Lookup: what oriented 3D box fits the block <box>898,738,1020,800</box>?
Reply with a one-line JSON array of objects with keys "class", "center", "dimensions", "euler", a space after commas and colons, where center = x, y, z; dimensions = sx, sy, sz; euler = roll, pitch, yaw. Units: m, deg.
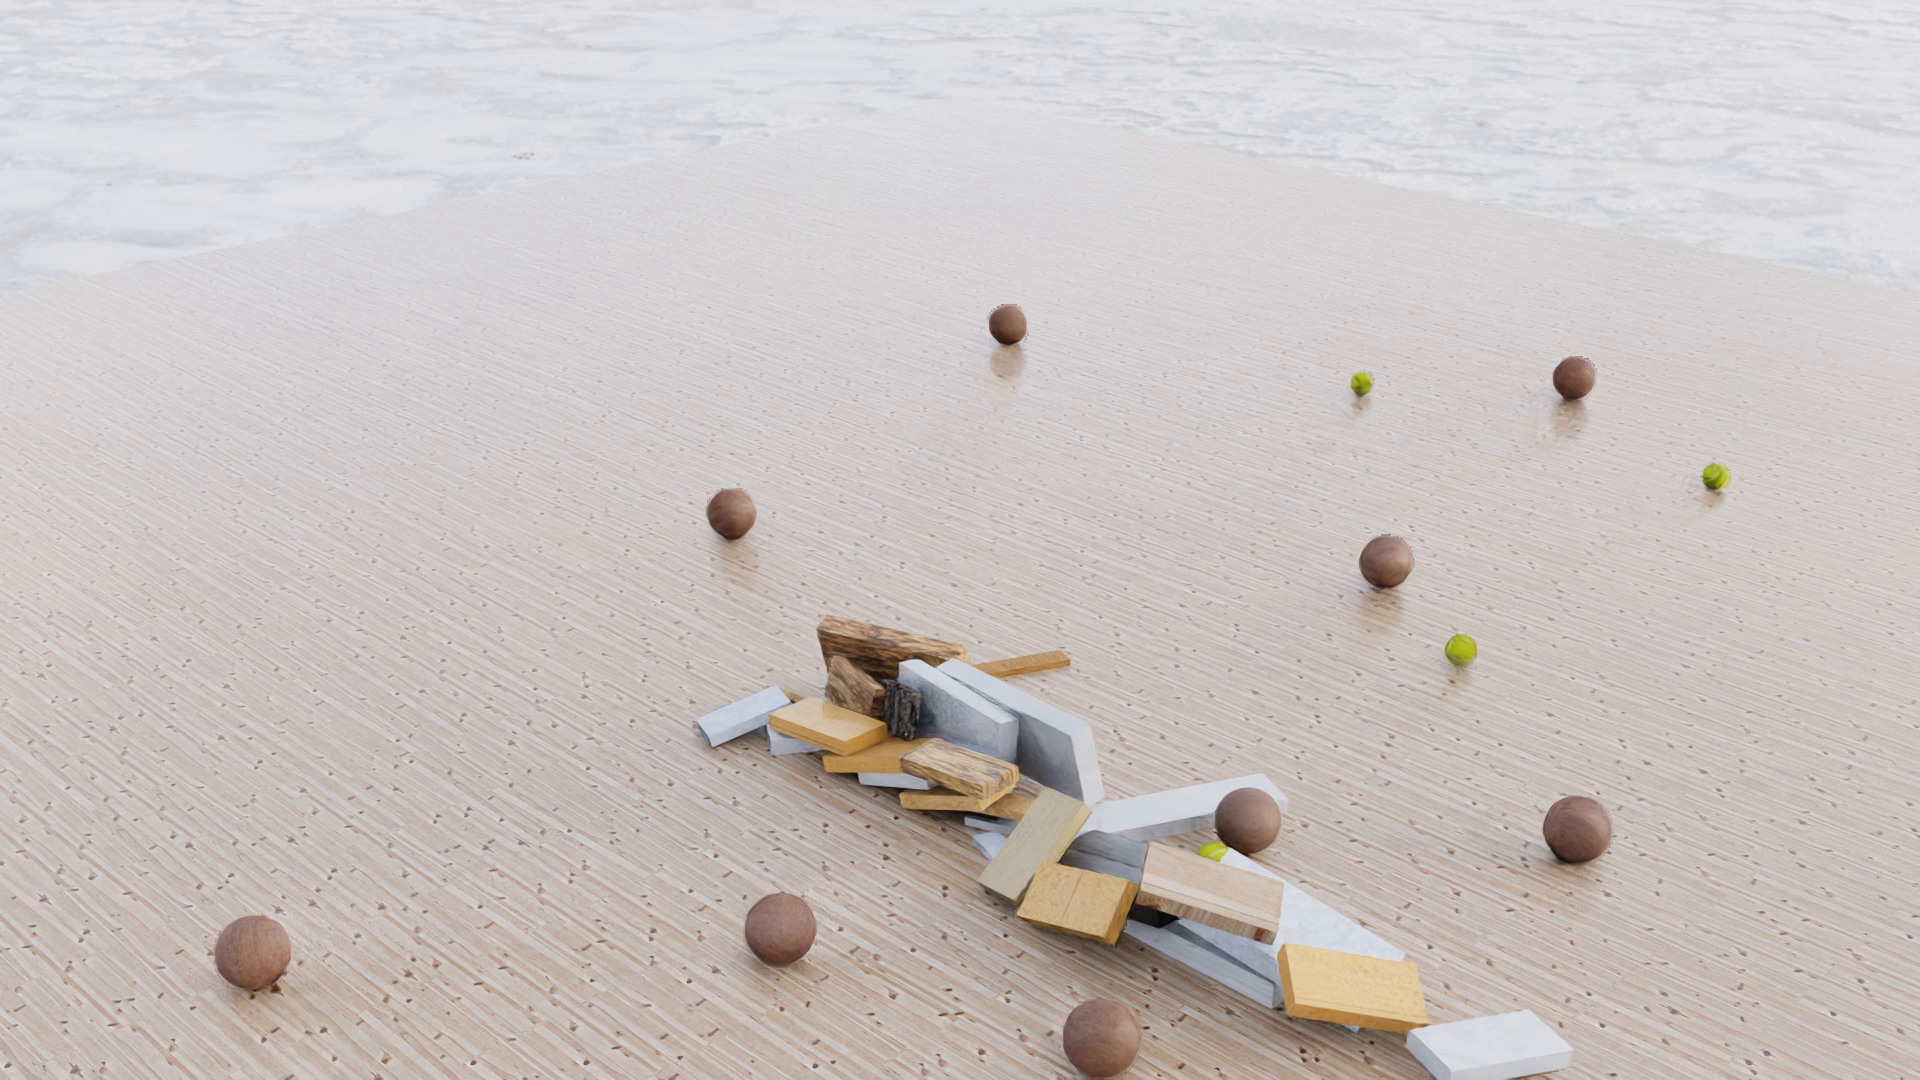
[{"class": "block", "center": [-0.003, 0.455, 4.381], "dimensions": [0.221, 0.031, 0.110], "euler": [15, 26, 39]}]

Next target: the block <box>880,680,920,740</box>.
[{"class": "block", "center": [-0.130, 0.357, 4.646], "dimensions": [0.027, 0.096, 0.193], "euler": [3, 3, -20]}]

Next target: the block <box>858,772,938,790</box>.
[{"class": "block", "center": [-0.098, 0.474, 4.515], "dimensions": [0.110, 0.031, 0.221], "euler": [-20, 11, -40]}]

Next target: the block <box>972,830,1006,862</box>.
[{"class": "block", "center": [0.072, 0.606, 4.314], "dimensions": [0.054, 0.015, 0.107], "euler": [-11, 25, -24]}]

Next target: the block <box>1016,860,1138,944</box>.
[{"class": "block", "center": [0.213, 0.659, 4.008], "dimensions": [0.228, 0.032, 0.114], "euler": [3, 61, 49]}]

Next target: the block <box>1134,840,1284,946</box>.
[{"class": "block", "center": [0.439, 0.618, 3.856], "dimensions": [0.248, 0.035, 0.124], "euler": [17, 38, 2]}]

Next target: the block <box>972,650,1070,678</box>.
[{"class": "block", "center": [0.064, 0.300, 5.033], "dimensions": [0.386, 0.016, 0.055], "euler": [-9, 25, -20]}]

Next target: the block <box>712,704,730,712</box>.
[{"class": "block", "center": [-0.491, 0.383, 4.838], "dimensions": [0.111, 0.016, 0.055], "euler": [2, 23, 5]}]

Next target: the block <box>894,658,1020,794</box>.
[{"class": "block", "center": [-0.011, 0.394, 4.603], "dimensions": [0.050, 0.175, 0.350], "euler": [-11, 25, -36]}]

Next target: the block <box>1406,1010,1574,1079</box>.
[{"class": "block", "center": [0.885, 0.850, 3.677], "dimensions": [0.248, 0.035, 0.124], "euler": [-3, 22, -24]}]

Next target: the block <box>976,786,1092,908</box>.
[{"class": "block", "center": [0.142, 0.581, 4.167], "dimensions": [0.114, 0.032, 0.228], "euler": [18, 65, 50]}]

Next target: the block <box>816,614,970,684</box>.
[{"class": "block", "center": [-0.140, 0.278, 4.872], "dimensions": [0.350, 0.175, 0.050], "euler": [11, 45, 25]}]

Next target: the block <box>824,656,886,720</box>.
[{"class": "block", "center": [-0.229, 0.331, 4.765], "dimensions": [0.027, 0.096, 0.193], "euler": [4, 17, -34]}]

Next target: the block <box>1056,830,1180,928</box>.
[{"class": "block", "center": [0.309, 0.629, 4.104], "dimensions": [0.179, 0.051, 0.358], "euler": [-19, 17, -35]}]

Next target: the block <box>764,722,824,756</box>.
[{"class": "block", "center": [-0.296, 0.410, 4.751], "dimensions": [0.241, 0.034, 0.121], "euler": [-5, 23, -11]}]

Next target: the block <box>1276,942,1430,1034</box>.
[{"class": "block", "center": [0.668, 0.765, 3.745], "dimensions": [0.248, 0.035, 0.124], "euler": [12, 42, -14]}]

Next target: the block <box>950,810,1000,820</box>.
[{"class": "block", "center": [0.036, 0.533, 4.433], "dimensions": [0.126, 0.018, 0.063], "euler": [7, 24, 31]}]

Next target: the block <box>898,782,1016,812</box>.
[{"class": "block", "center": [-0.006, 0.505, 4.429], "dimensions": [0.220, 0.031, 0.110], "euler": [-5, 18, 44]}]

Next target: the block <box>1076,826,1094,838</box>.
[{"class": "block", "center": [0.212, 0.596, 4.286], "dimensions": [0.107, 0.054, 0.015], "euler": [-9, 19, -20]}]

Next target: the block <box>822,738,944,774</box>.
[{"class": "block", "center": [-0.157, 0.447, 4.561], "dimensions": [0.241, 0.034, 0.121], "euler": [-5, 12, 43]}]

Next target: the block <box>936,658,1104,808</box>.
[{"class": "block", "center": [0.119, 0.395, 4.556], "dimensions": [0.050, 0.175, 0.458], "euler": [-28, 30, -28]}]

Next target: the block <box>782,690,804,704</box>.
[{"class": "block", "center": [-0.342, 0.360, 4.850], "dimensions": [0.111, 0.016, 0.055], "euler": [18, -13, 36]}]

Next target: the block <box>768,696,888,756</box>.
[{"class": "block", "center": [-0.281, 0.394, 4.667], "dimensions": [0.241, 0.034, 0.121], "euler": [14, 25, 43]}]

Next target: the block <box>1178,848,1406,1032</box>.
[{"class": "block", "center": [0.584, 0.701, 3.873], "dimensions": [0.358, 0.051, 0.179], "euler": [30, 40, 18]}]

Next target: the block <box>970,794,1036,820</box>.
[{"class": "block", "center": [0.089, 0.529, 4.380], "dimensions": [0.126, 0.018, 0.063], "euler": [7, 24, 30]}]

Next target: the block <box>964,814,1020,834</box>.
[{"class": "block", "center": [0.080, 0.562, 4.413], "dimensions": [0.126, 0.018, 0.063], "euler": [10, 25, 22]}]

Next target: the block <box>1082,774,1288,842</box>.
[{"class": "block", "center": [0.402, 0.552, 4.420], "dimensions": [0.514, 0.032, 0.114], "euler": [-8, 24, -18]}]

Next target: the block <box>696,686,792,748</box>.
[{"class": "block", "center": [-0.467, 0.381, 4.765], "dimensions": [0.193, 0.027, 0.096], "euler": [-23, 26, -16]}]

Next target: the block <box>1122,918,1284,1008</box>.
[{"class": "block", "center": [0.481, 0.720, 3.999], "dimensions": [0.179, 0.051, 0.358], "euler": [-21, 31, -40]}]
